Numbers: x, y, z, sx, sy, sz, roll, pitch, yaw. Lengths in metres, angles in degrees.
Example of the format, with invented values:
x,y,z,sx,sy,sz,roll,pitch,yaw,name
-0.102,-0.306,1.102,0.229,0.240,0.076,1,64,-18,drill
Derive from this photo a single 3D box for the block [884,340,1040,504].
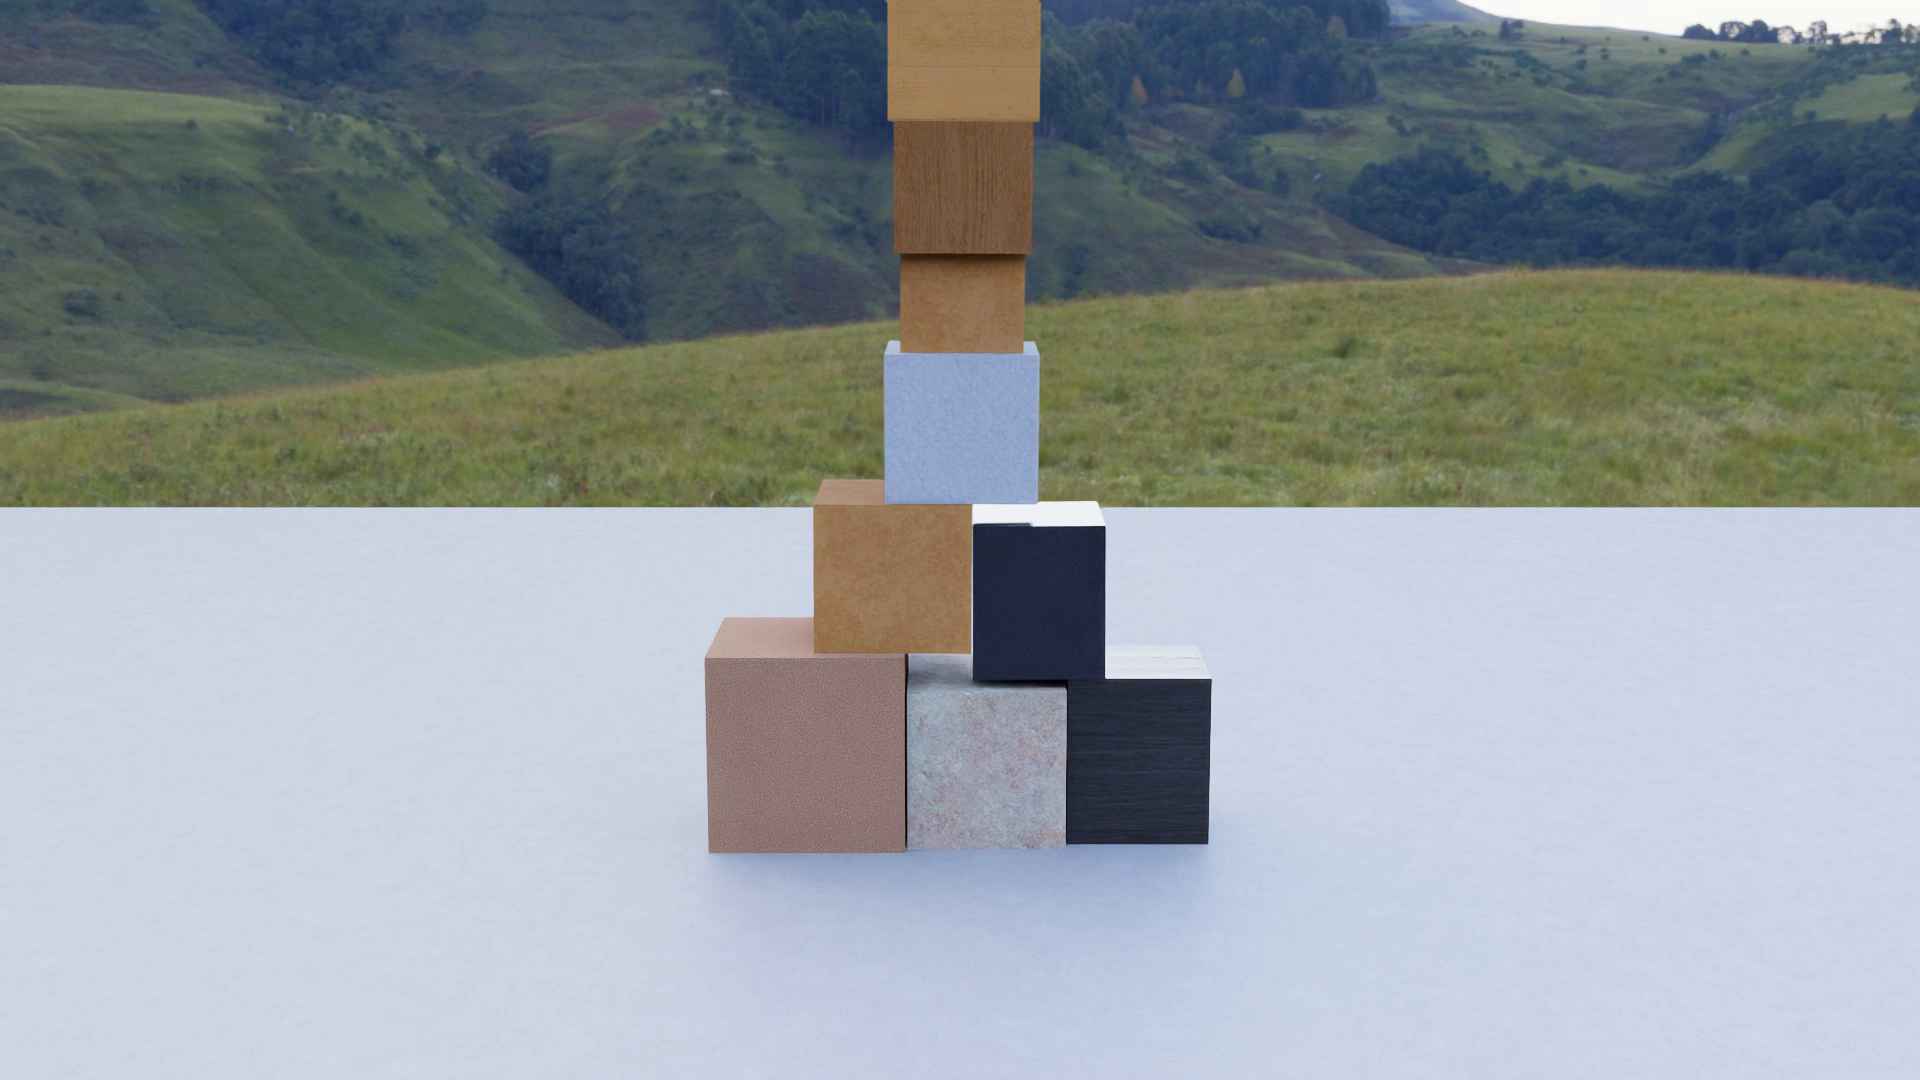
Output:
x,y,z,sx,sy,sz,roll,pitch,yaw,name
0.007,-0.602,11.078,0.753,0.734,0.738,0,10,0,block

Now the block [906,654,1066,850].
x,y,z,sx,sy,sz,roll,pitch,yaw,name
0.133,1.076,11.384,0.792,0.810,0.871,0,10,0,block

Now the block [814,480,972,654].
x,y,z,sx,sy,sz,roll,pitch,yaw,name
-0.331,0.122,11.219,0.779,0.745,0.814,0,10,0,block

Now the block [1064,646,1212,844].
x,y,z,sx,sy,sz,roll,pitch,yaw,name
0.897,1.048,11.390,0.716,0.862,0.732,0,10,0,block

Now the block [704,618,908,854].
x,y,z,sx,sy,sz,roll,pitch,yaw,name
-0.764,0.987,11.343,0.981,1.000,0.937,0,10,0,block

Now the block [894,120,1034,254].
x,y,z,sx,sy,sz,roll,pitch,yaw,name
0.015,-1.747,10.858,0.663,0.624,0.727,0,10,0,block

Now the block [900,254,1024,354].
x,y,z,sx,sy,sz,roll,pitch,yaw,name
0.011,-1.201,10.963,0.604,0.487,0.532,0,10,0,block

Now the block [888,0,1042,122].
x,y,z,sx,sy,sz,roll,pitch,yaw,name
0.019,-2.389,10.733,0.723,0.683,0.690,0,10,0,block

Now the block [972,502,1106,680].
x,y,z,sx,sy,sz,roll,pitch,yaw,name
0.391,0.247,11.228,0.657,0.775,0.734,0,10,0,block
